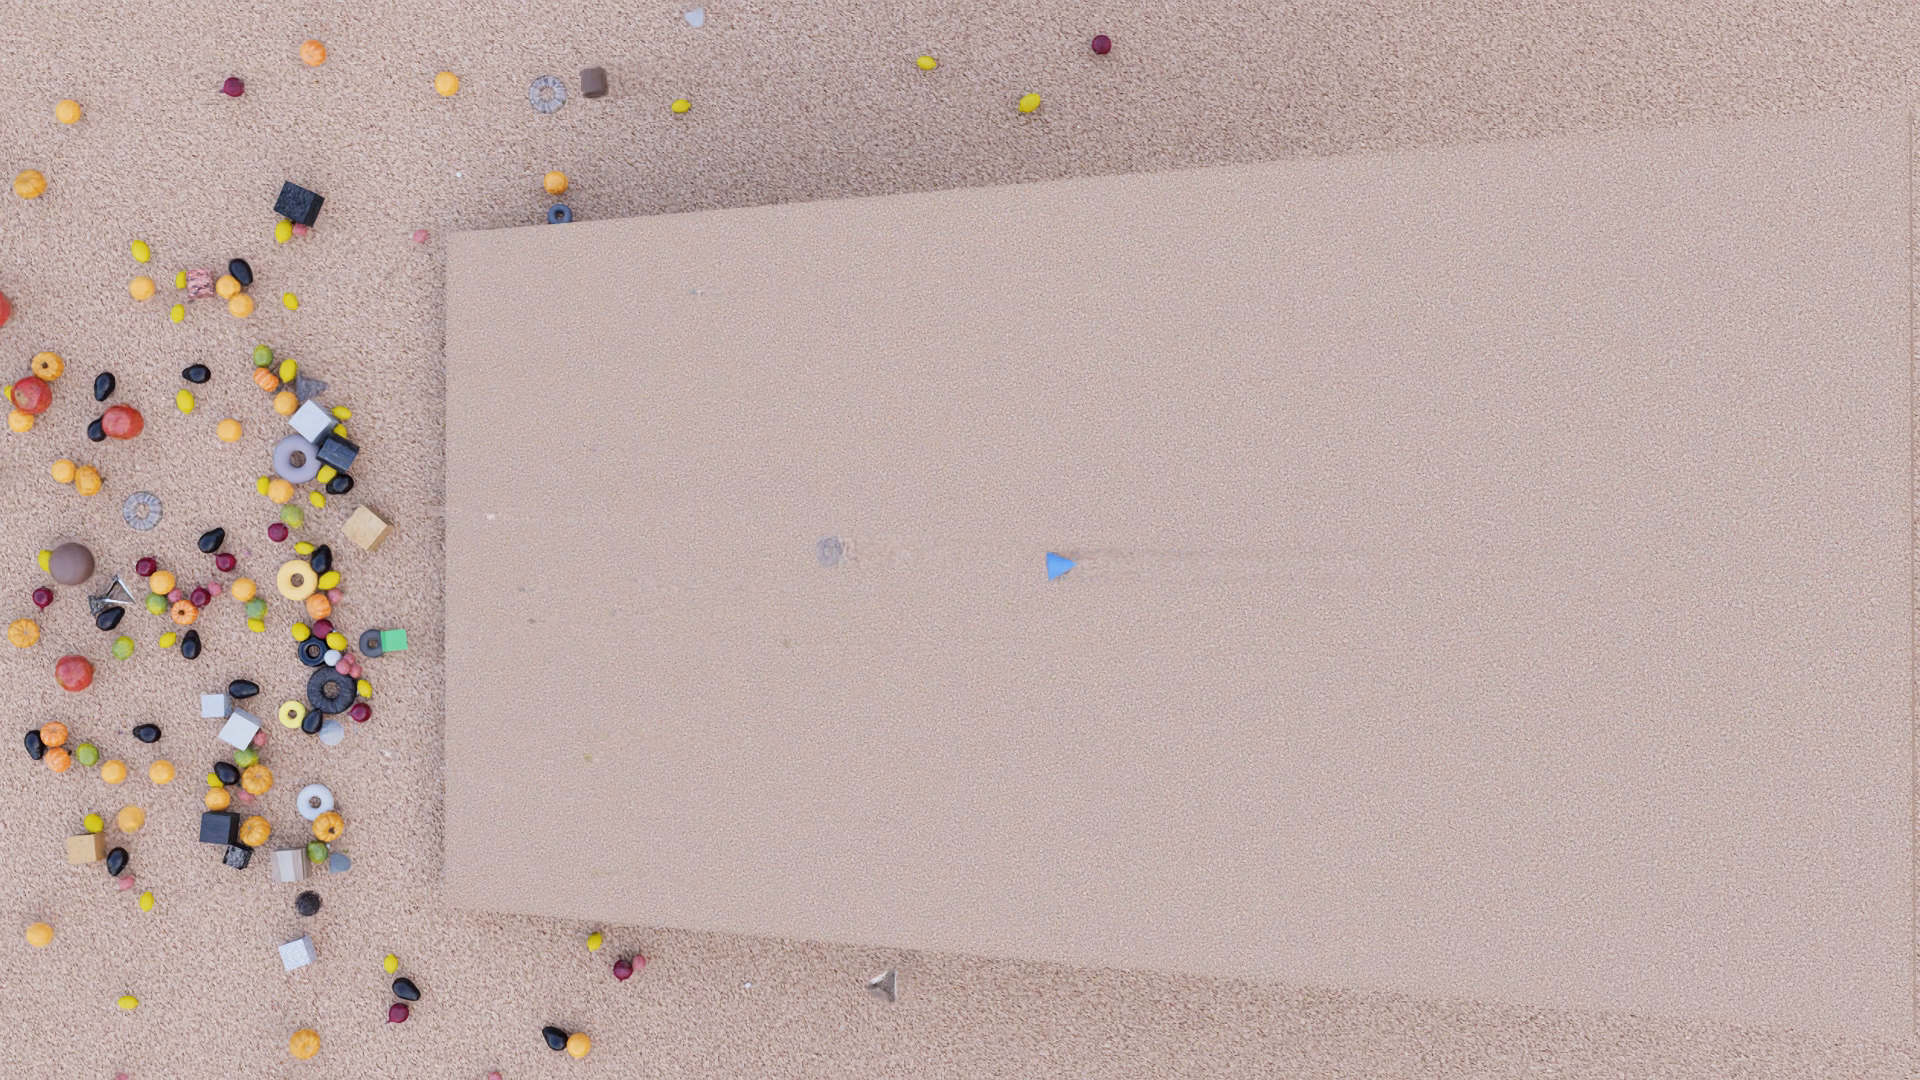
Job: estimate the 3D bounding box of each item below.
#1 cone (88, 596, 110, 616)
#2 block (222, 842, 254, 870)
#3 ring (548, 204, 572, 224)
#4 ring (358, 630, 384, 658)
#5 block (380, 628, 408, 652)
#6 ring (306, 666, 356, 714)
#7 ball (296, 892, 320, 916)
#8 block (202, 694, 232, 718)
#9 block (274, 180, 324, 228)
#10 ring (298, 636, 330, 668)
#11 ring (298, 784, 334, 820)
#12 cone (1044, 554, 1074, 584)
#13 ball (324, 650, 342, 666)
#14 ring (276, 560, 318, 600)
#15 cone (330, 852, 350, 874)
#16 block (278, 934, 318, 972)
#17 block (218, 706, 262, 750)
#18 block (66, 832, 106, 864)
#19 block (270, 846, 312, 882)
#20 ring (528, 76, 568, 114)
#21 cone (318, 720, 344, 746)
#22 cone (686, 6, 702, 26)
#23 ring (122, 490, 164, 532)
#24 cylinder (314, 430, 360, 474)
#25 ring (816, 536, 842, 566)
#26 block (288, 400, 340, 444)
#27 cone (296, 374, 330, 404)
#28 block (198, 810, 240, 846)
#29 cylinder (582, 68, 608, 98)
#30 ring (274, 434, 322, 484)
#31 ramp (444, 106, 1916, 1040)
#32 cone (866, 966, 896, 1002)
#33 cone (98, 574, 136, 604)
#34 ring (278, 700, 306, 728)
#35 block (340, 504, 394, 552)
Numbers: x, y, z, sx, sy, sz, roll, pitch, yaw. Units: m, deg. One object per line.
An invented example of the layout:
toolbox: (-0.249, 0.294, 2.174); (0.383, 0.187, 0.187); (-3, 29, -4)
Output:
cone: (-2.575, 0.190, 6.600); (0.065, 0.065, 0.065); (-14, 89, -27)
block: (-2.159, 0.945, 6.576); (0.060, 0.060, 0.060); (22, 89, 0)
ring: (-1.203, -0.974, 6.615); (0.075, 0.025, 0.075); (0, 89, -1)
ring: (-1.760, 0.311, 6.599); (0.087, 0.029, 0.087); (0, 90, -1)
block: (-1.692, 0.300, 6.572); (0.061, 0.061, 0.061); (-7, 89, -28)
ring: (-1.882, 0.449, 6.587); (0.149, 0.050, 0.149); (0, 90, -1)
ball: (-1.947, 1.090, 6.570); (0.070, 0.070, 0.070); (0, 89, 0)
block: (-2.224, 0.494, 6.578); (0.066, 0.066, 0.066); (-3, 89, 0)
block: (-1.977, -1.004, 6.579); (0.097, 0.097, 0.097); (23, 89, 0)
ring: (-1.938, 0.334, 6.597); (0.098, 0.033, 0.098); (0, 88, 0)
ring: (-1.932, 0.786, 6.590); (0.111, 0.037, 0.111); (0, 90, 1)
cone: (0.262, 0.065, 5.598); (0.077, 0.077, 0.077); (-14, 89, -14)
ball: (-1.875, 0.352, 6.577); (0.051, 0.051, 0.051); (0, 89, 0)
ring: (-1.987, 0.121, 6.595); (0.124, 0.041, 0.124); (0, 90, -1)
cone: (-1.873, 0.984, 6.591); (0.067, 0.067, 0.067); (44, 116, 0)
block: (-1.976, 1.233, 6.565); (0.076, 0.076, 0.076); (-19, 89, 0)
block: (-2.146, 0.563, 6.558); (0.086, 0.086, 0.086); (33, 89, -14)
block: (-2.607, 0.919, 6.566); (0.080, 0.080, 0.080); (-6, 89, 0)
block: (-1.995, 0.967, 6.560); (0.091, 0.091, 0.091); (-5, 89, 0)
ring: (-1.239, -1.339, 6.612); (0.118, 0.039, 0.118); (0, 88, 0)
cone: (-1.890, 0.578, 6.571); (0.078, 0.078, 0.078); (0, 89, 0)
cone: (-0.788, -1.588, 6.621); (0.057, 0.057, 0.057); (25, 63, 0)
ring: (-2.451, -0.087, 6.597); (0.123, 0.041, 0.123); (0, 90, 1)
cylinder: (-1.857, -0.260, 6.558); (0.097, 0.097, 0.097); (31, 89, -19)
ring: (-0.354, 0.031, 5.916); (0.080, 0.027, 0.080); (0, 90, 26)
block: (-1.930, -0.353, 6.574); (0.092, 0.092, 0.092); (42, 90, 0)
cone: (-1.935, -0.461, 6.601); (0.092, 0.092, 0.092); (-12, 89, -27)
block: (-2.210, 0.858, 6.564); (0.085, 0.085, 0.085); (7, 89, 0)
cylinder: (-1.095, -1.372, 6.595); (0.073, 0.073, 0.073); (-7, 89, 0)
ring: (-1.985, -0.242, 6.594); (0.150, 0.050, 0.150); (0, 90, 1)
ramp: (0.279, 0.079, 5.665); (4.000, 0.100, 2.000); (0, 89, 27)
cone: (-0.214, 1.315, 6.581); (0.097, 0.097, 0.097); (28, 63, 0)
cone: (-2.511, 0.167, 6.593); (0.096, 0.096, 0.096); (36, 89, -26)
ring: (-2.002, 0.523, 6.597); (0.084, 0.028, 0.084); (0, 89, -1)
block: (-1.767, -0.037, 6.567); (0.099, 0.099, 0.099); (40, 90, 0)
